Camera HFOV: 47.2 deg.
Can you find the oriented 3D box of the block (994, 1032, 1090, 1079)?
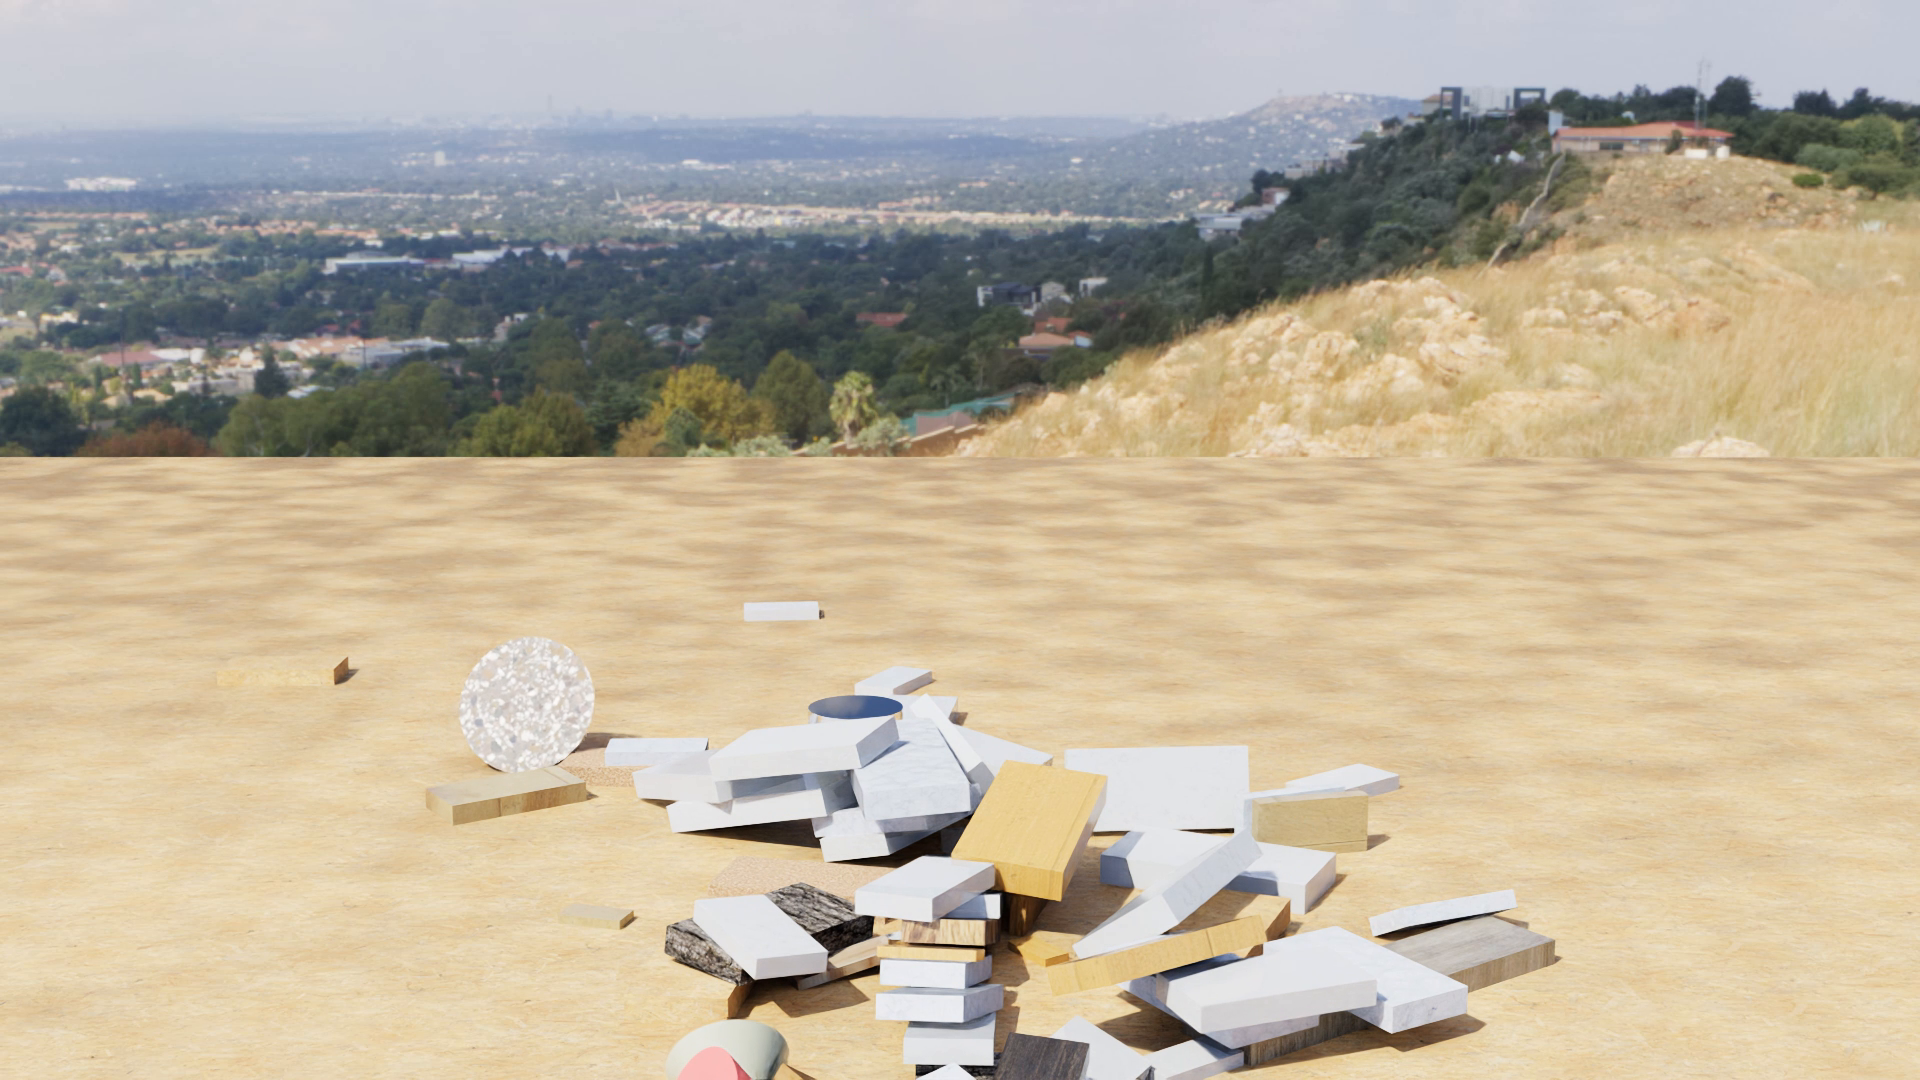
[{"bbox_3d":[0.089,0.686,2.693,0.104,0.029,0.207,5,27,12],"label":"block"}]

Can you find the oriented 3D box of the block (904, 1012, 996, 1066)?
[{"bbox_3d":[-0.012,0.673,2.978,0.117,0.033,0.234,0,-3,2],"label":"block"}]

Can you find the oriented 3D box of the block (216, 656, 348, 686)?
[{"bbox_3d":[-1.571,0.304,5.108,0.266,0.038,0.133,0,11,-1],"label":"block"}]

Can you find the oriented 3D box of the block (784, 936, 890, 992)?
[{"bbox_3d":[-0.177,0.636,3.312,0.172,0.016,0.058,-14,16,-25],"label":"block"}]

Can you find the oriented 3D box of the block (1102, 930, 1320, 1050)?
[{"bbox_3d":[0.350,0.632,3.112,0.152,0.043,0.303,-6,12,-31],"label":"block"}]

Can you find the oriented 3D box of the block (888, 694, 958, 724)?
[{"bbox_3d":[-0.103,0.398,4.587,0.150,0.042,0.417,1,11,7],"label":"block"}]

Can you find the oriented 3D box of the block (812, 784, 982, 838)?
[{"bbox_3d":[-0.111,0.469,3.813,0.284,0.040,0.142,-11,3,44],"label":"block"}]

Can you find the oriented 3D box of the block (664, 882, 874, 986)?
[{"bbox_3d":[-0.284,0.591,3.319,0.152,0.043,0.303,15,14,35],"label":"block"}]

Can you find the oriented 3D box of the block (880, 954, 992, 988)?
[{"bbox_3d":[-0.032,0.623,3.193,0.121,0.034,0.241,1,-7,10],"label":"block"}]

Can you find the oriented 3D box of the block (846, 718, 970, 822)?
[{"bbox_3d":[-0.104,0.393,3.822,0.174,0.049,0.474,-5,9,-8],"label":"block"}]

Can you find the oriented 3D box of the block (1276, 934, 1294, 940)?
[{"bbox_3d":[0.502,0.633,3.403,0.046,0.013,0.093,9,14,41],"label":"block"}]

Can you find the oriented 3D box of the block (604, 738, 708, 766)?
[{"bbox_3d":[-0.595,0.416,4.324,0.194,0.027,0.097,0,11,-2],"label":"block"}]

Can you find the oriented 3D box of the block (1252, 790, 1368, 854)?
[{"bbox_3d":[0.615,0.501,3.865,0.206,0.103,0.029,-3,11,-14],"label":"block"}]

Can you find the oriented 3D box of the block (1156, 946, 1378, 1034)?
[{"bbox_3d":[0.417,0.611,3.000,0.266,0.038,0.133,-4,11,-21],"label":"block"}]

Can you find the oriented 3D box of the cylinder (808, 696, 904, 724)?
[{"bbox_3d":[-0.197,0.404,4.175,0.180,0.180,0.180,0,11,0],"label":"cylinder"}]

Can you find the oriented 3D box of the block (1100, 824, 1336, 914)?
[{"bbox_3d":[0.437,0.555,3.720,0.357,0.051,0.179,5,12,25],"label":"block"}]

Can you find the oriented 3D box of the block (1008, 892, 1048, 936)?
[{"bbox_3d":[0.115,0.567,3.548,0.025,0.087,0.175,7,12,15],"label":"block"}]

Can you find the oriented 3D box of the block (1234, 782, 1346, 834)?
[{"bbox_3d":[0.586,0.494,3.904,0.206,0.103,0.029,-4,11,-21],"label":"block"}]

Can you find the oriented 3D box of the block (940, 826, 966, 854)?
[{"bbox_3d":[0.074,0.512,3.766,0.142,0.040,0.284,-3,-5,-16],"label":"block"}]

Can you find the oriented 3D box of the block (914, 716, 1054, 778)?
[{"bbox_3d":[0.018,0.420,4.324,0.296,0.042,0.148,16,16,21],"label":"block"}]

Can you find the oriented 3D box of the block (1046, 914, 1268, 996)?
[{"bbox_3d":[0.274,0.575,3.045,0.278,0.039,0.139,-7,-12,-34],"label":"block"}]

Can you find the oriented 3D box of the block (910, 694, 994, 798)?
[{"bbox_3d":[0.009,0.408,4.088,0.042,0.148,0.296,-38,29,-4],"label":"block"}]

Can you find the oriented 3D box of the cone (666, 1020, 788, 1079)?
[{"bbox_3d":[-0.283,0.720,2.773,0.160,0.160,0.160,-2,37,-13],"label":"cone"}]

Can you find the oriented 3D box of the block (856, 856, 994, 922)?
[{"bbox_3d":[-0.050,0.525,3.319,0.123,0.035,0.246,2,5,22],"label":"block"}]

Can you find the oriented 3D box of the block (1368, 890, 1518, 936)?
[{"bbox_3d":[0.763,0.589,3.472,0.207,0.029,0.103,-5,-17,-23],"label":"block"}]

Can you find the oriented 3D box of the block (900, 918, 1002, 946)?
[{"bbox_3d":[-0.011,0.589,3.321,0.123,0.035,0.246,1,-9,7],"label":"block"}]

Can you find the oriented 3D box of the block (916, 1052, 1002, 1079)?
[{"bbox_3d":[0.000,0.727,2.843,0.117,0.033,0.234,0,11,-1],"label":"block"}]

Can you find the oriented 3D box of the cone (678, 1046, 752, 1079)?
[{"bbox_3d":[-0.242,0.732,2.678,0.185,0.185,0.185,25,-3,-29],"label":"cone"}]

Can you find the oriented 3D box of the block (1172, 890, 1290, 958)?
[{"bbox_3d":[0.412,0.607,3.401,0.133,0.038,0.266,4,12,23],"label":"block"}]

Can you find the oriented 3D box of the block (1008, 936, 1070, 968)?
[{"bbox_3d":[0.121,0.634,3.394,0.046,0.013,0.093,-8,13,-36],"label":"block"}]

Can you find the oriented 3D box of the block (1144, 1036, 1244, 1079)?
[{"bbox_3d":[0.308,0.708,2.978,0.142,0.020,0.071,-8,13,-36],"label":"block"}]

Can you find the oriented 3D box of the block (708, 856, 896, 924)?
[{"bbox_3d":[-0.248,0.576,3.628,0.300,0.042,0.150,3,11,14],"label":"block"}]

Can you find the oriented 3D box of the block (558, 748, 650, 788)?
[{"bbox_3d":[-0.642,0.449,4.327,0.266,0.038,0.133,1,11,8],"label":"block"}]

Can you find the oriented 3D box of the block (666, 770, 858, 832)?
[{"bbox_3d":[-0.337,0.466,3.968,0.348,0.049,0.174,-10,4,32],"label":"block"}]

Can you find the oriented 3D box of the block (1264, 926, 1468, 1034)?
[{"bbox_3d":[0.577,0.626,3.150,0.139,0.039,0.278,-6,12,-30],"label":"block"}]

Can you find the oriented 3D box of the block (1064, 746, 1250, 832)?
[{"bbox_3d":[0.358,0.451,3.994,0.330,0.148,0.042,-1,-7,-4],"label":"block"}]

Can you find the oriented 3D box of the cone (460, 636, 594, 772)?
[{"bbox_3d":[-0.847,0.367,4.525,0.278,0.278,0.278,2,-16,9],"label":"cone"}]

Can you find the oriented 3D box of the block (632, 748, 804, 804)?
[{"bbox_3d":[-0.453,0.435,4.077,0.174,0.049,0.348,-14,4,-33],"label":"block"}]

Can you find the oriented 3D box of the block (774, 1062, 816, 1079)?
[{"bbox_3d":[-0.132,0.719,2.702,0.112,0.032,0.223,35,-9,-35],"label":"block"}]

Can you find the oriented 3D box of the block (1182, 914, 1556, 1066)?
[{"bbox_3d":[0.611,0.652,3.226,0.633,0.039,0.139,-8,13,-35],"label":"block"}]

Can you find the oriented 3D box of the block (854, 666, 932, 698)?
[{"bbox_3d":[-0.150,0.326,5.016,0.097,0.027,0.194,5,12,26],"label":"block"}]

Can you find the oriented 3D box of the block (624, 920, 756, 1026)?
[{"bbox_3d":[-0.383,0.642,3.274,0.152,0.043,0.303,1,11,8],"label":"block"}]

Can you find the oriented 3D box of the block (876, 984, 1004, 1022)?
[{"bbox_3d":[-0.025,0.641,3.053,0.121,0.034,0.241,-1,-8,14],"label":"block"}]

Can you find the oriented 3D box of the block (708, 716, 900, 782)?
[{"bbox_3d":[-0.273,0.365,3.848,0.300,0.042,0.150,-8,11,27],"label":"block"}]

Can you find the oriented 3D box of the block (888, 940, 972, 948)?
[{"bbox_3d":[-0.045,0.611,3.303,0.115,0.016,0.058,5,-9,-16],"label":"block"}]

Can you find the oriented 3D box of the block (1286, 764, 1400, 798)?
[{"bbox_3d":[0.735,0.472,4.223,0.206,0.029,0.103,-8,13,-38],"label":"block"}]

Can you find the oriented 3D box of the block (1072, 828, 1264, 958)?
[{"bbox_3d":[0.329,0.559,3.431,0.179,0.051,0.357,-36,-8,29],"label":"block"}]

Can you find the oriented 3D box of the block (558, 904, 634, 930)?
[{"bbox_3d":[-0.586,0.606,3.540,0.108,0.015,0.054,3,11,16],"label":"block"}]

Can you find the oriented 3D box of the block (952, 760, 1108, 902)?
[{"bbox_3d":[0.117,0.468,3.584,0.179,0.051,0.357,8,21,13],"label":"block"}]

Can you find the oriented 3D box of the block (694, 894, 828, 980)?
[{"bbox_3d":[-0.292,0.576,3.201,0.112,0.032,0.223,0,13,-30],"label":"block"}]

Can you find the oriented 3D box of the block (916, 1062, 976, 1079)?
[{"bbox_3d":[0.017,0.729,2.688,0.117,0.033,0.234,-16,27,-34],"label":"block"}]

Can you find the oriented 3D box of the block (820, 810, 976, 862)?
[{"bbox_3d":[-0.105,0.505,3.903,0.142,0.040,0.284,-12,3,35],"label":"block"}]

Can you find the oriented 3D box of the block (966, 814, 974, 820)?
[{"bbox_3d":[0.033,0.502,4.094,0.125,0.018,0.063,3,11,16],"label":"block"}]

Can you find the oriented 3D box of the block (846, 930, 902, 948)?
[{"bbox_3d":[-0.120,0.631,3.401,0.115,0.016,0.058,-7,13,-34],"label":"block"}]

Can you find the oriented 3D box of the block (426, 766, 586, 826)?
[{"bbox_3d":[-0.857,0.481,4.153,0.266,0.038,0.133,-7,13,-34],"label":"block"}]

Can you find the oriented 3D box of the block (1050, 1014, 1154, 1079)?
[{"bbox_3d":[0.146,0.701,2.848,0.121,0.034,0.241,29,21,21],"label":"block"}]

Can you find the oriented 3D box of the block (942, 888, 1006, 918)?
[{"bbox_3d":[0.006,0.572,3.472,0.123,0.035,0.246,1,-7,3],"label":"block"}]

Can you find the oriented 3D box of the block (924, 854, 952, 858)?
[{"bbox_3d":[-0.001,0.544,3.706,0.087,0.025,0.175,0,-6,-11],"label":"block"}]

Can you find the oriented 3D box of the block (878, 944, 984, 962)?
[{"bbox_3d":[-0.042,0.594,3.166,0.146,0.015,0.054,0,-7,13],"label":"block"}]

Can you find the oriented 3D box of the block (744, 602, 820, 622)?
[{"bbox_3d":[-0.469,0.187,5.766,0.194,0.027,0.097,-1,11,-6],"label":"block"}]
